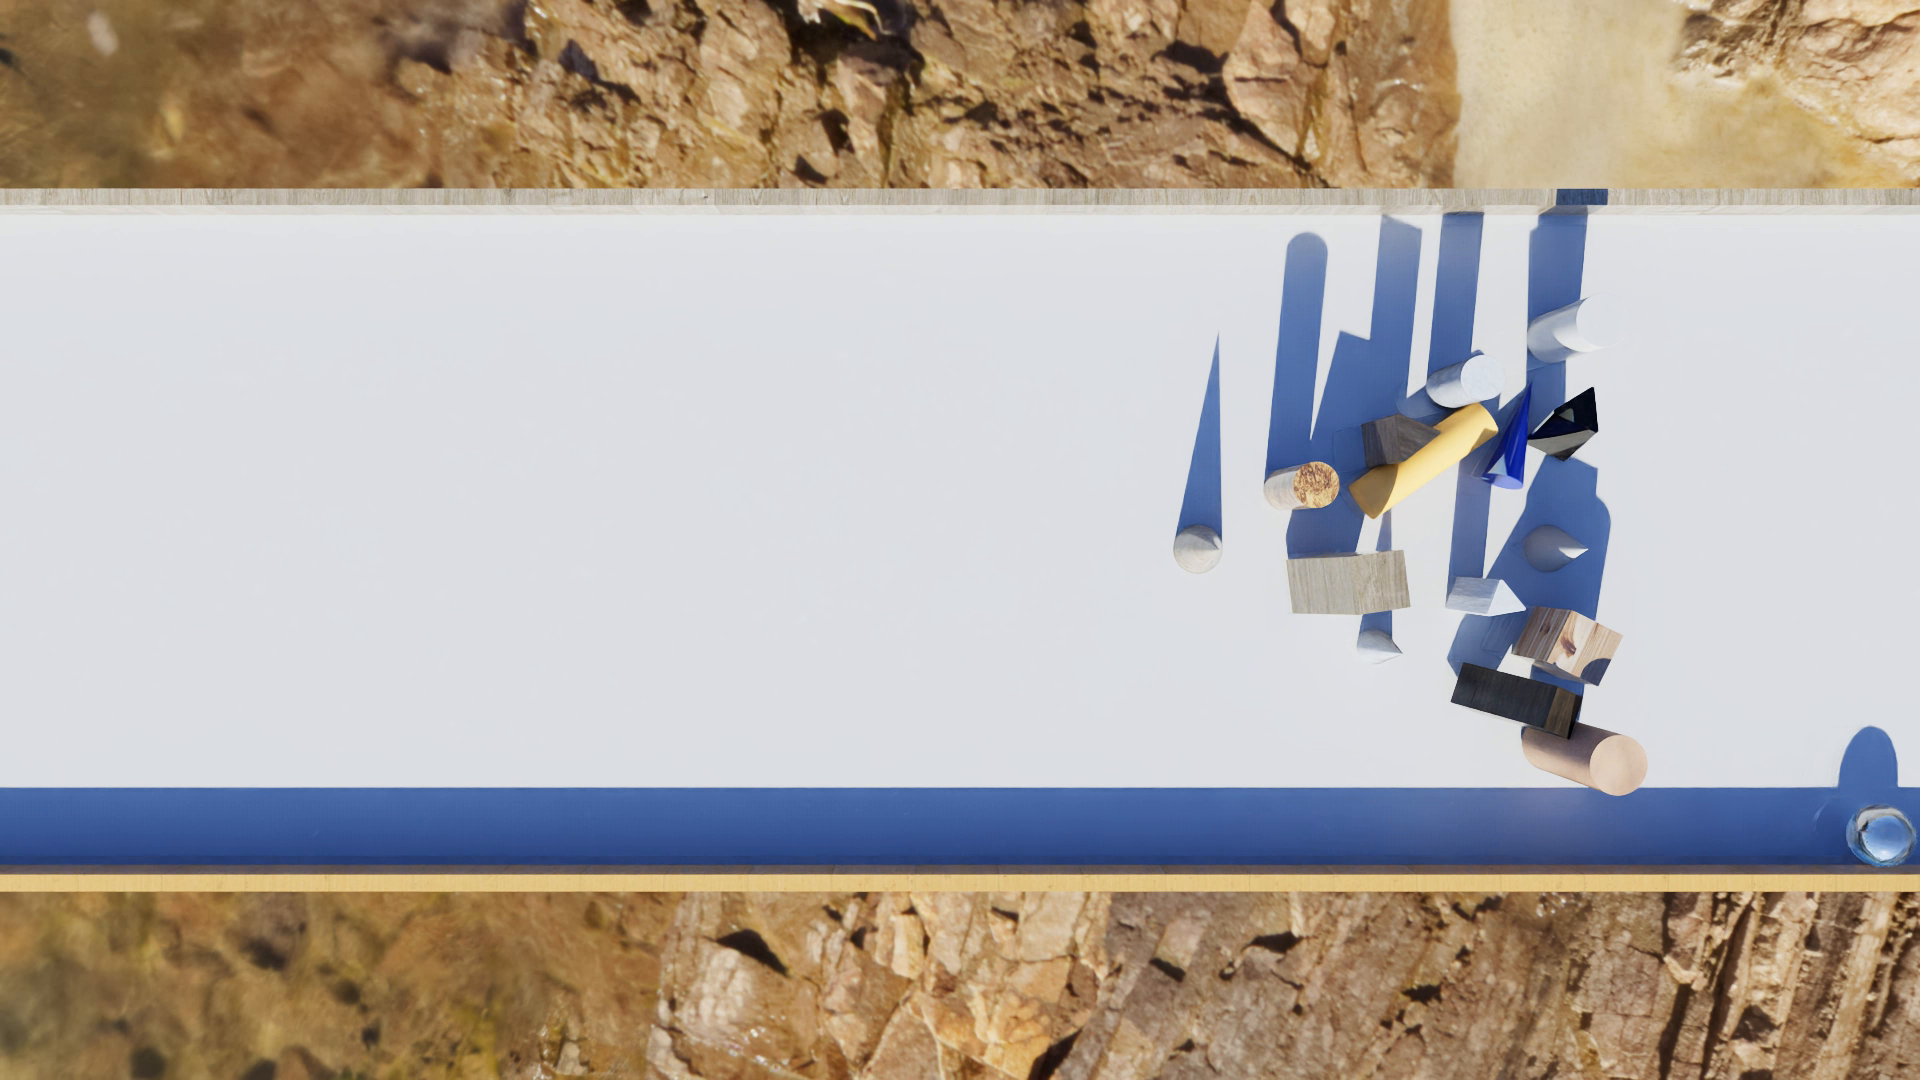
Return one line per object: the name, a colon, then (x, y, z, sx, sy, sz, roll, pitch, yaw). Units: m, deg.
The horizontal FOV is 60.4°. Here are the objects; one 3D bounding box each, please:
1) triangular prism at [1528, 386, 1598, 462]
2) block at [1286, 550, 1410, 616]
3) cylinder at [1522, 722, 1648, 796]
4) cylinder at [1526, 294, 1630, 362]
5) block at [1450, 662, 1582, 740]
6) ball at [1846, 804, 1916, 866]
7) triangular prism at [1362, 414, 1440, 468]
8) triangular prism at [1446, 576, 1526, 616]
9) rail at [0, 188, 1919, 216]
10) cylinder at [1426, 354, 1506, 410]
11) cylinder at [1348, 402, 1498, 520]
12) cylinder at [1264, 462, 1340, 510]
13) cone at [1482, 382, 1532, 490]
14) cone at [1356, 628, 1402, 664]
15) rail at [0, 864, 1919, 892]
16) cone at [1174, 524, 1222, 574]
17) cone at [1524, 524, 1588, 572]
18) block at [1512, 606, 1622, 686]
triangular prism: (1.803, -0.355, 4.889, 0.134, 0.369, 0.116, 27, 84, 10)
block: (1.138, 0.125, 4.860, 0.165, 0.404, 0.165, -7, 90, -16)
cylinder: (1.831, 0.628, 4.853, 0.172, 0.430, 0.172, 0, 92, -6)
cylinder: (1.820, -0.622, 4.871, 0.154, 0.411, 0.154, 0, 90, 0)
block: (1.648, 0.475, 4.896, 0.129, 0.340, 0.129, 22, 86, -34)
ball: (2.781, 0.893, 4.984, 0.185, 0.185, 0.185, 0, 90, 0)
triangular prism: (1.273, -0.311, 4.874, 0.136, 0.404, 0.117, -38, 90, 0)
triangular prism: (1.541, 0.158, 4.874, 0.109, 0.406, 0.094, -9, 90, 0)
rail: (-2.247, -1.025, 5.002, 12.000, 0.150, 0.050, 0, 90, 0)
cylinder: (1.498, -0.465, 4.898, 0.129, 0.356, 0.129, 0, 90, 0)
cylinder: (1.407, -0.244, 5.013, 0.453, 0.127, 0.127, -35, 90, 0)
cylinder: (0.998, -0.155, 4.849, 0.130, 0.456, 0.130, 0, 90, 0)
cone: (1.705, -0.335, 5.045, 0.126, 0.126, 0.338, 20, 79, 0)
cone: (1.276, 0.328, 4.911, 0.111, 0.332, 0.111, 0, 90, 0)
rail: (-2.247, 1.025, 5.001, 12.000, 0.150, 0.050, 0, 90, 0)
cone: (0.732, 0.028, 4.864, 0.152, 0.425, 0.152, 0, 90, 0)
cone: (1.809, 0.026, 4.913, 0.146, 0.327, 0.146, 0, 90, 0)
block: (1.807, 0.314, 4.922, 0.165, 0.310, 0.165, 26, 90, 0)
